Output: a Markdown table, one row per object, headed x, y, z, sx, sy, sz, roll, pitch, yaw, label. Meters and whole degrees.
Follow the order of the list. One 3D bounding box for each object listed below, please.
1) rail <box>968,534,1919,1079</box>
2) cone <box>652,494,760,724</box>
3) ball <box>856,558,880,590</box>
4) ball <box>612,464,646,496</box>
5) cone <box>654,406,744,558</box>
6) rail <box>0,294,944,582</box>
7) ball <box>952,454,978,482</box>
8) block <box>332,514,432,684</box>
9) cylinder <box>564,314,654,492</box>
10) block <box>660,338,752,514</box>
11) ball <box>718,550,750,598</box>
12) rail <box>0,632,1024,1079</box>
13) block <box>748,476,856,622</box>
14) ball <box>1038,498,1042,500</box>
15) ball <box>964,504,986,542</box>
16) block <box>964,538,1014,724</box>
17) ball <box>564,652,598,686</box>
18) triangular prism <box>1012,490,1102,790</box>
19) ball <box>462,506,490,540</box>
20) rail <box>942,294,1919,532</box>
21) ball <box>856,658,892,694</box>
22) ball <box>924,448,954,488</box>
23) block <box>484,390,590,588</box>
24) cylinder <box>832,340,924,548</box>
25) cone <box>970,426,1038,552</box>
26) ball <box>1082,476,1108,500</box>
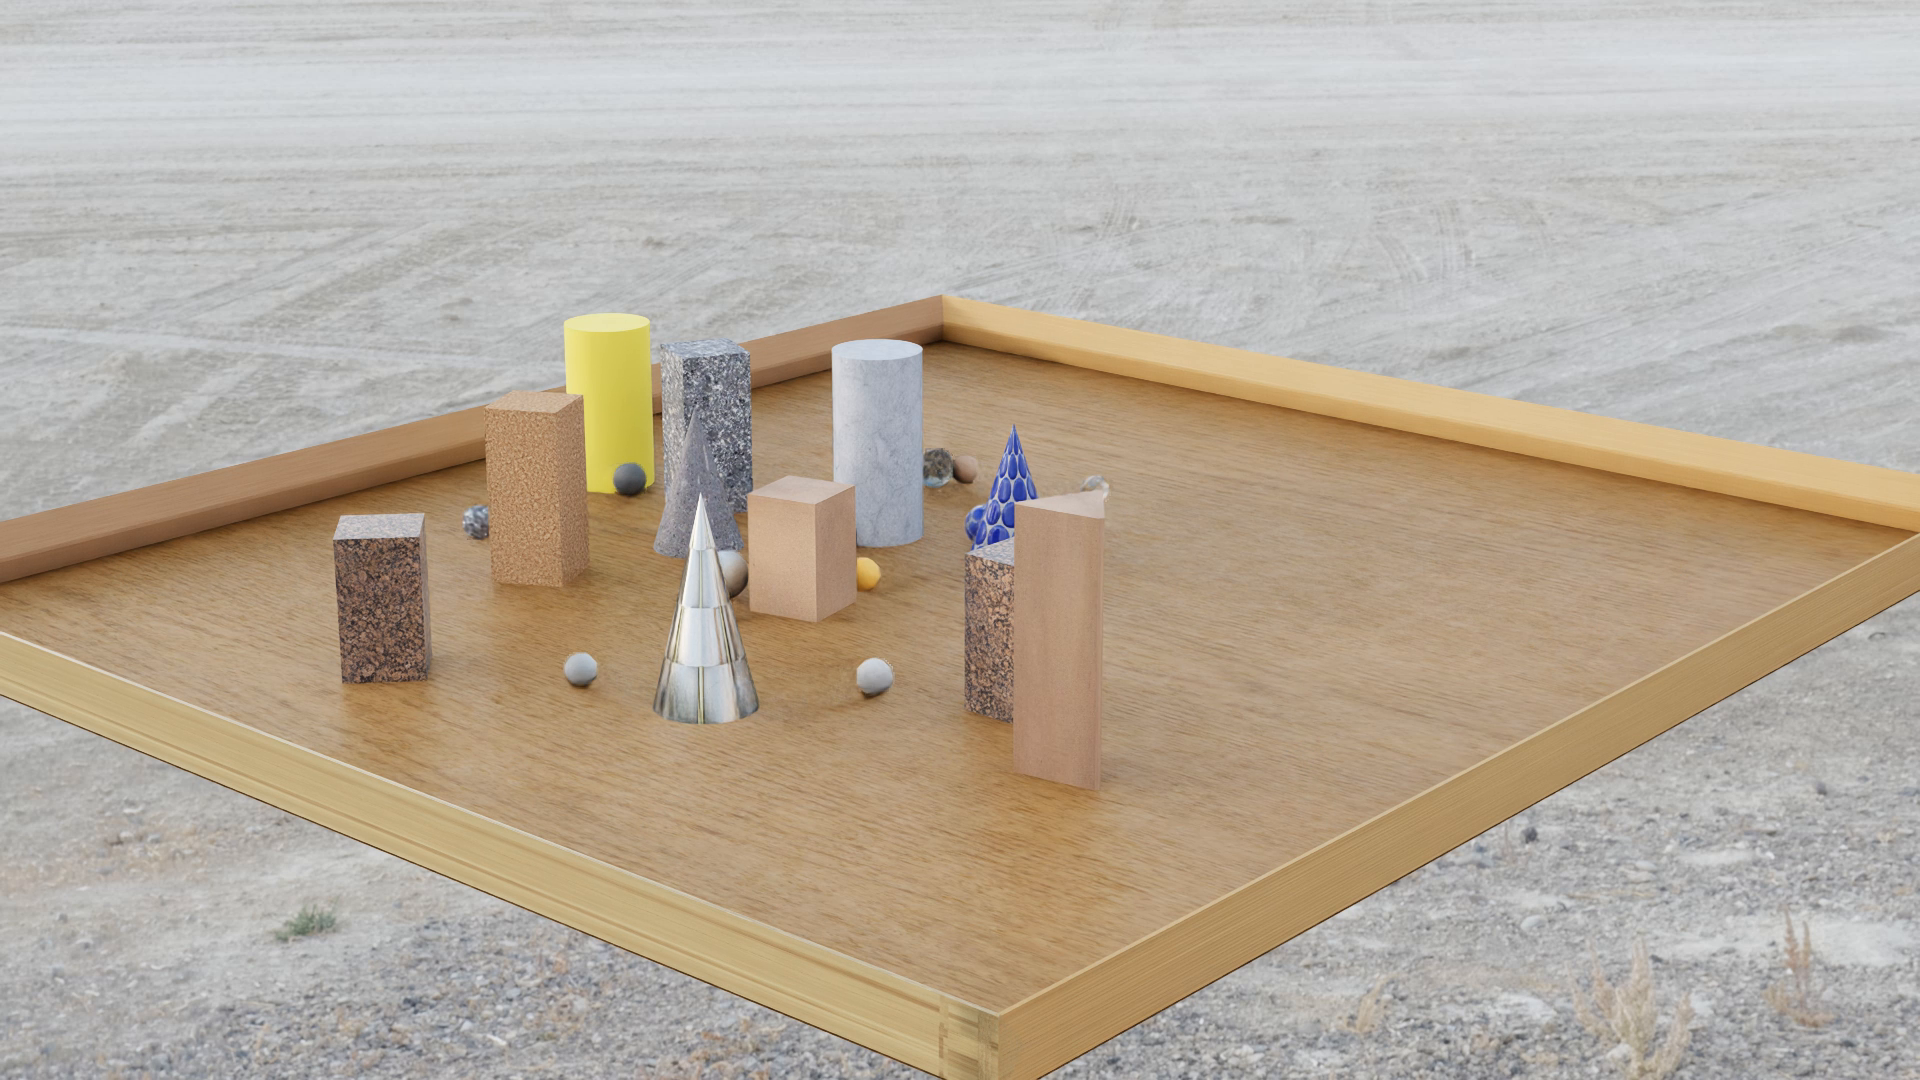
| x | y | z | sx | sy | sz | roll | pitch | yaw | label |
| --- | --- | --- | --- | --- | --- | --- | --- | --- | --- |
| 0.952 | 0.268 | 4.333 | 0.045 | 0.108 | 2.827 | 14 | 22 | 39 | rail |
| -0.394 | 0.093 | 4.505 | 0.166 | 0.344 | 0.166 | 0 | 17 | 0 | cone |
| -0.168 | 0.059 | 5.104 | 0.059 | 0.059 | 0.059 | 0 | 17 | 0 | ball |
| -0.639 | -0.116 | 5.670 | 0.065 | 0.065 | 0.065 | 0 | 17 | 0 | ball |
| -0.478 | -0.116 | 5.327 | 0.166 | 0.263 | 0.166 | 0 | 17 | 0 | cone |
| -0.952 | -0.214 | 5.913 | 0.045 | 0.108 | 2.827 | 14 | 22 | 39 | rail |
| 0.009 | -0.140 | 5.764 | 0.055 | 0.055 | 0.055 | 0 | 17 | 0 | ball |
| -0.921 | 0.092 | 4.686 | 0.133 | 0.239 | 0.133 | -2 | 17 | -6 | block |
| -0.685 | -0.269 | 5.734 | 0.166 | 0.320 | 0.166 | 0 | 17 | 0 | cylinder |
| -0.481 | -0.213 | 5.567 | 0.133 | 0.310 | 0.133 | -7 | 18 | -22 | block |
| -0.405 | 0.060 | 5.061 | 0.083 | 0.083 | 0.083 | 0 | 17 | 0 | ball |
| -0.911 | 0.333 | 4.119 | 2.568 | 0.108 | 0.045 | 14 | 22 | 39 | rail |
| -0.268 | 0.014 | 4.998 | 0.133 | 0.208 | 0.133 | 9 | 19 | 27 | block |
| 0.152 | -0.057 | 5.513 | 0.044 | 0.044 | 0.044 | 0 | 17 | 0 | ball |
| 0.045 | -0.027 | 5.360 | 0.075 | 0.075 | 0.075 | 0 | 17 | 0 | ball |
| 0.101 | 0.139 | 4.508 | 0.133 | 0.253 | 0.133 | 14 | 22 | 39 | block |
| -0.599 | 0.205 | 4.638 | 0.052 | 0.052 | 0.052 | 0 | 17 | 0 | ball |
| 0.171 | 0.138 | 4.245 | 0.144 | 0.408 | 0.124 | 10 | 20 | 31 | triangular prism |
| -0.885 | -0.032 | 5.397 | 0.064 | 0.064 | 0.064 | 0 | 17 | 0 | ball |
| 0.911 | -0.279 | 6.127 | 2.568 | 0.108 | 0.045 | 14 | 22 | 39 | rail |
| -0.135 | 0.214 | 4.598 | 0.057 | 0.057 | 0.057 | 0 | 17 | 0 | ball |
| -0.050 | -0.140 | 5.731 | 0.076 | 0.076 | 0.076 | 0 | 17 | 0 | ball |
| -0.743 | -0.091 | 5.159 | 0.133 | 0.315 | 0.133 | 4 | 17 | 14 | block |
| -0.151 | -0.179 | 5.385 | 0.166 | 0.351 | 0.166 | 0 | 17 | 0 | cylinder |
| 0.096 | -0.084 | 5.235 | 0.166 | 0.257 | 0.166 | 0 | 17 | 0 | cone |
| 0.260 | -0.098 | 5.633 | 0.052 | 0.052 | 0.052 | 0 | 17 | 0 | ball |
